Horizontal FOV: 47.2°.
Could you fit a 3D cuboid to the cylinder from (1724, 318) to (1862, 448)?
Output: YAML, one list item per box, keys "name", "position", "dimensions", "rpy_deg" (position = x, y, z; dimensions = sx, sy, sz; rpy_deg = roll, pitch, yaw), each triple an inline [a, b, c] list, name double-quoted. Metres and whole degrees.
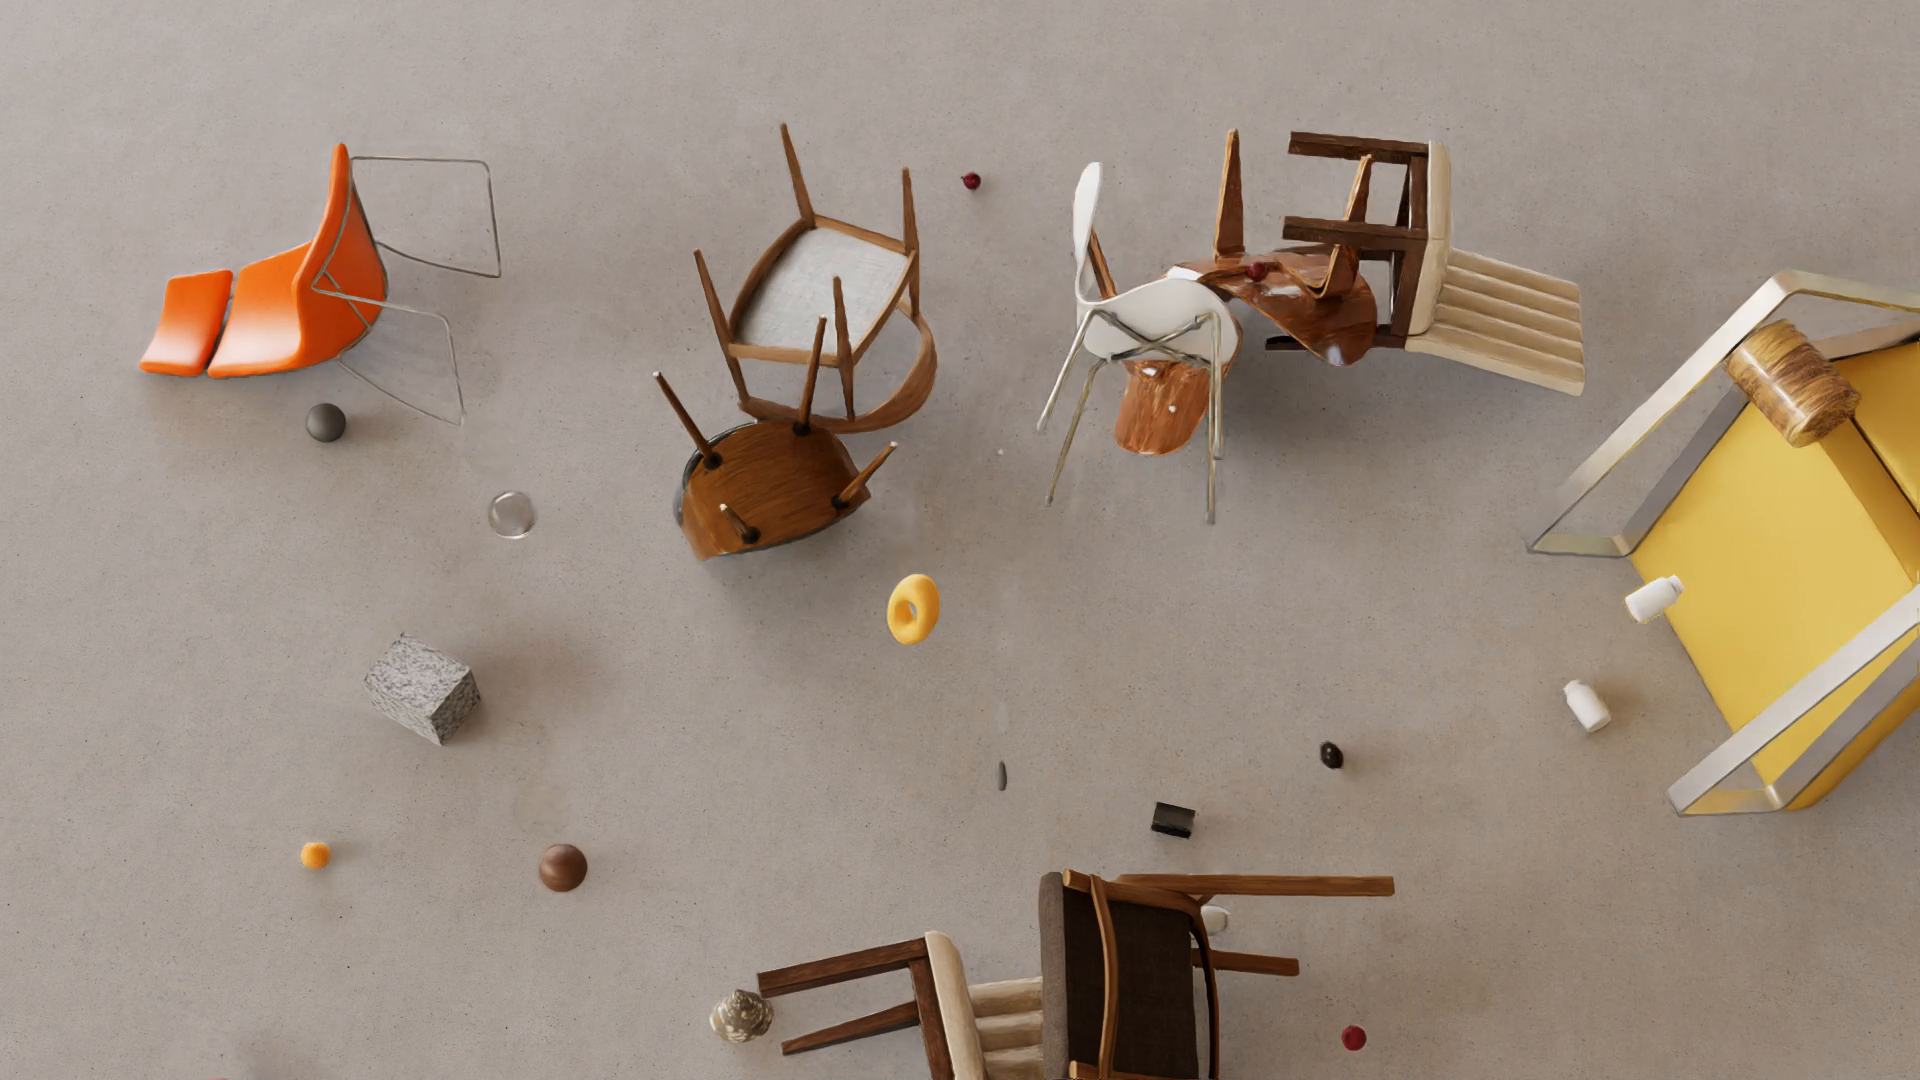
- name: "cylinder"
  position: [2.155, -0.406, 5.698]
  dimensions: [0.237, 0.202, 0.270]
  rpy_deg: [-7, 54, -44]

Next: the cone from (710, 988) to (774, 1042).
- name: "cone"
  position: [-0.568, 1.192, 5.658]
  dimensions: [0.166, 0.192, 0.139]
  rpy_deg: [-8, 57, -5]

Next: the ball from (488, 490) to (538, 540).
- name: "ball"
  position: [-1.320, -0.074, 6.487]
  dimensions: [0.144, 0.144, 0.144]
  rpy_deg: [0, 56, 0]

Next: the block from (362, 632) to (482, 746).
- name: "block"
  position: [-1.512, 0.420, 6.189]
  dimensions: [0.238, 0.171, 0.182]
  rpy_deg: [26, 60, 17]

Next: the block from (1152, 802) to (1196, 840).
- name: "block"
  position: [0.584, 0.768, 6.021]
  dimensions: [0.107, 0.063, 0.057]
  rpy_deg: [12, 57, 8]

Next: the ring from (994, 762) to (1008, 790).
- name: "ring"
  position: [0.113, 0.651, 6.082]
  dimensions: [0.024, 0.041, 0.082]
  rpy_deg: [-14, 90, 2]

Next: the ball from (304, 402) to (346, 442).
- name: "ball"
  position: [-1.945, -0.359, 6.742]
  dimensions: [0.121, 0.121, 0.121]
  rpy_deg: [0, 56, 0]

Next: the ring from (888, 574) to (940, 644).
- name: "ring"
  position: [-0.125, 0.187, 5.932]
  dimensions: [0.139, 0.236, 0.082]
  rpy_deg: [30, 43, 15]
